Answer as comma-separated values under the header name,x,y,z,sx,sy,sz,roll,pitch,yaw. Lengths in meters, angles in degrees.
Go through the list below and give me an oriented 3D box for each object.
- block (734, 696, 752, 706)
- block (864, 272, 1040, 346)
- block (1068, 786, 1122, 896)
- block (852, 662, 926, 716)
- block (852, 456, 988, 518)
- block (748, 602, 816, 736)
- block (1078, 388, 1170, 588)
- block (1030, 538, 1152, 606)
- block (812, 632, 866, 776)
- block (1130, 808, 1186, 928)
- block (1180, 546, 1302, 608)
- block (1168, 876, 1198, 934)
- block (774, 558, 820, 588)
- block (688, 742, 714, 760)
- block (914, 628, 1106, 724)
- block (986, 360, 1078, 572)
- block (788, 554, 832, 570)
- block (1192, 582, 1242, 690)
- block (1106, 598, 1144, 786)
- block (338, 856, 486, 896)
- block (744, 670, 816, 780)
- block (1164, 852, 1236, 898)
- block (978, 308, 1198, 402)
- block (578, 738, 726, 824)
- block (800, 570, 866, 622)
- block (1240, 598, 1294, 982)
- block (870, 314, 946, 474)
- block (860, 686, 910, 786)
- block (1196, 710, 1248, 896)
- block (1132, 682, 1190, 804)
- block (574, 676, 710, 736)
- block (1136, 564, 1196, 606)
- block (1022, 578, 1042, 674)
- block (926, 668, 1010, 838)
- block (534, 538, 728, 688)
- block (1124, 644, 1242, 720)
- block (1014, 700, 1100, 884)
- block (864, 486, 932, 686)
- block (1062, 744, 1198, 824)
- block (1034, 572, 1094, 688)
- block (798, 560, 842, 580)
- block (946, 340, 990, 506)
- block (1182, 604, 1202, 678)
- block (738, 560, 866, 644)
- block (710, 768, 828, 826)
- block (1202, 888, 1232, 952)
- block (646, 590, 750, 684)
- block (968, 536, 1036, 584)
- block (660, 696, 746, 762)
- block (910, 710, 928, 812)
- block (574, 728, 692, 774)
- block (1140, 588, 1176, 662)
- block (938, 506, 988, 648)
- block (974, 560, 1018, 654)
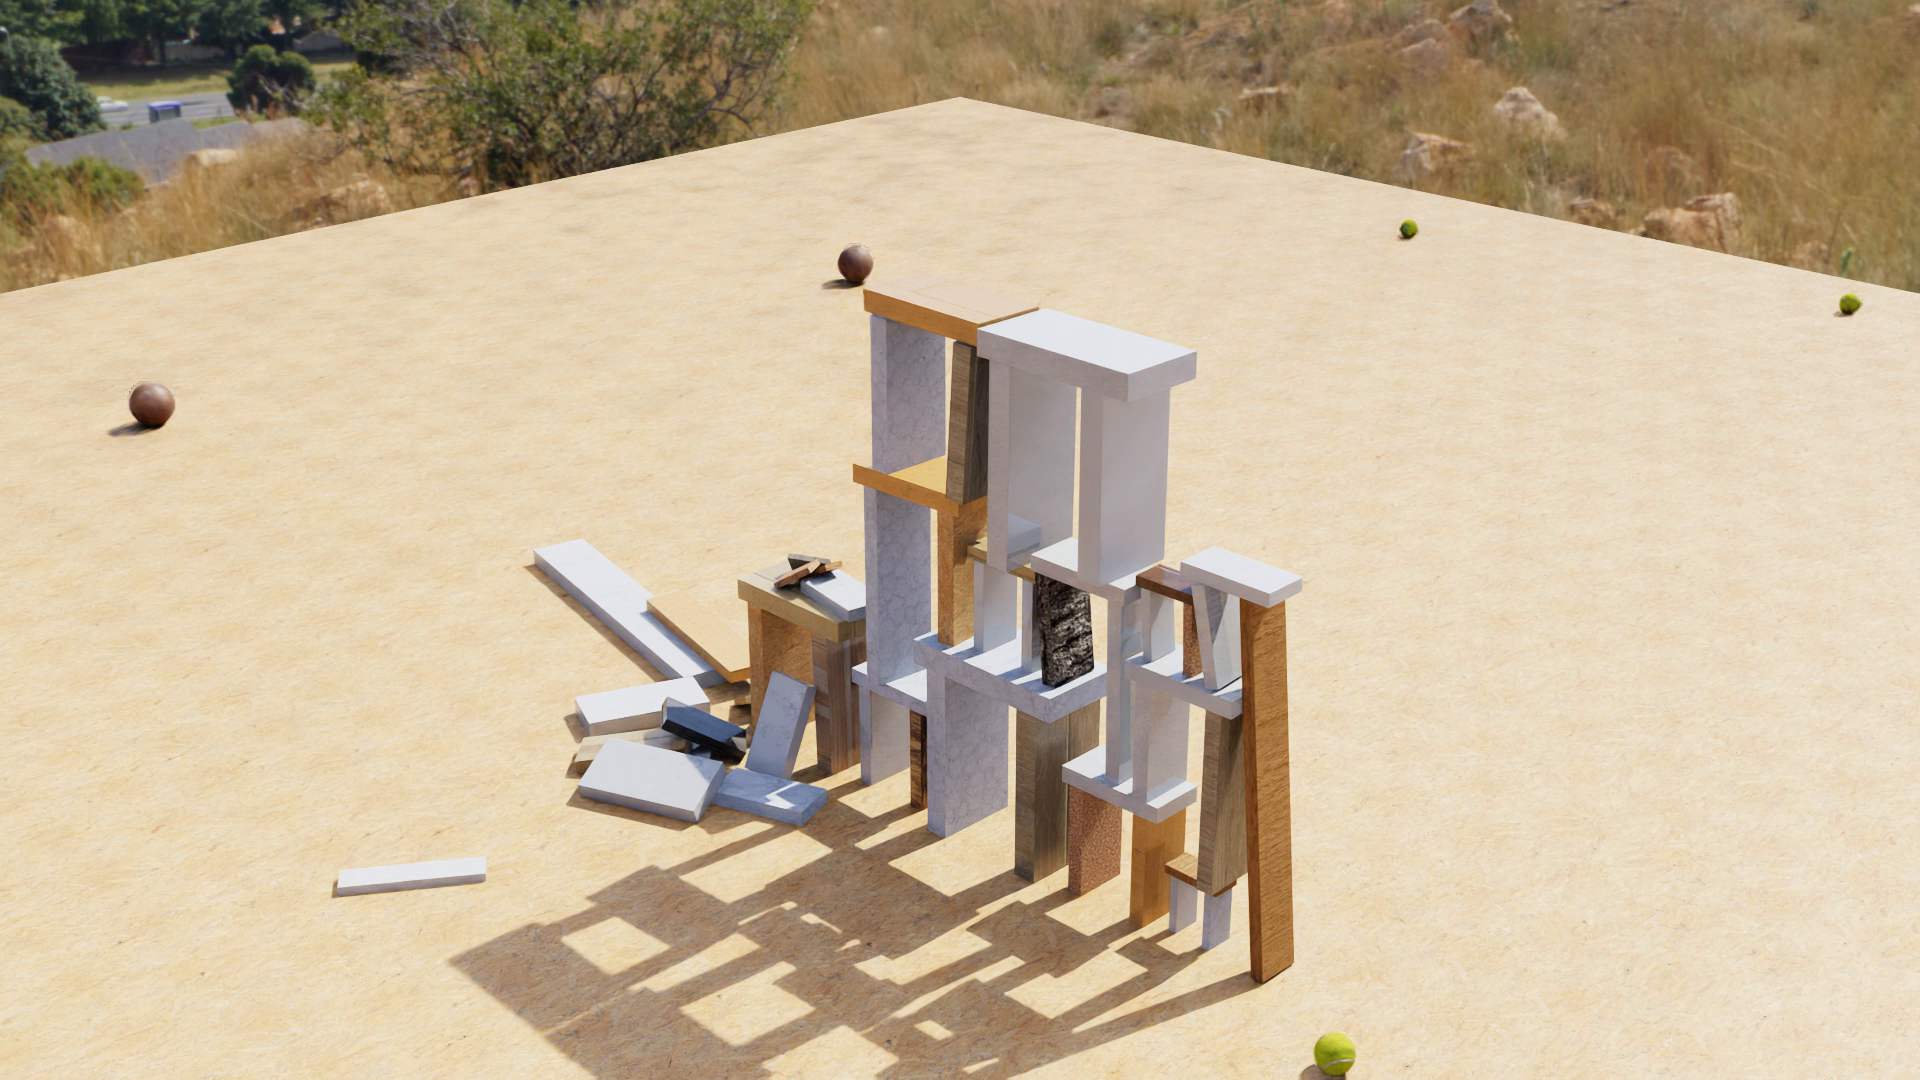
name,x,y,z,sx,sy,sz,roll,pitch,yaw
block,-0.462,0.352,4.857,0.049,0.014,0.098,-10,-3,-22
block,-0.018,-0.428,4.072,0.154,0.044,0.309,-20,30,-40
block,0.257,0.550,4.170,0.033,0.230,0.115,21,31,40
block,-0.104,0.291,4.465,0.111,0.031,0.222,-21,31,-40
block,-0.060,-0.115,4.230,0.275,0.039,0.137,19,30,38
block,-0.377,0.261,4.738,0.159,0.318,0.045,-21,31,-41
block,0.288,-0.112,3.868,0.179,0.357,0.051,-21,31,-41
block,0.247,0.056,3.969,0.221,0.031,0.111,21,31,39
block,-0.230,0.318,4.603,0.159,0.318,0.045,-21,30,-40
block,0.366,0.592,4.071,0.033,0.230,0.115,21,31,41
block,0.477,0.062,3.737,0.188,0.027,0.094,21,31,39
block,0.413,0.660,4.052,0.060,0.120,0.017,-21,31,-40
block,-0.340,0.071,4.586,0.094,0.013,0.047,-25,10,29
block,-0.571,0.455,4.654,0.094,0.027,0.187,1,23,2
block,0.100,0.240,4.210,0.359,0.051,0.180,21,31,41
block,0.132,-0.154,4.021,0.179,0.397,0.051,-21,31,-41
block,-0.315,0.053,4.645,0.095,0.047,0.013,9,55,20
block,0.449,0.153,3.796,0.027,0.188,0.094,5,20,41
block,0.313,0.259,4.007,0.031,0.369,0.111,18,29,38
block,-1.050,0.644,4.219,0.275,0.018,0.064,-4,23,-10
block,-0.373,0.390,4.576,0.107,0.213,0.030,20,6,39
block,0.438,0.608,3.999,0.060,0.017,0.120,-21,31,-40
block,0.219,-0.327,3.853,0.179,0.051,0.357,-21,31,-40
block,-0.629,0.490,4.498,0.270,0.038,0.135,10,46,21
block,-0.239,0.114,4.527,0.094,0.027,0.187,-15,27,-32
block,0.537,0.425,3.838,0.027,0.719,0.094,12,22,43
block,-0.098,-0.293,4.205,0.154,0.309,0.044,-21,31,-40
block,-0.156,0.388,4.562,0.111,0.222,0.031,-21,31,-41
block,0.476,0.447,3.896,0.033,0.361,0.118,21,30,39
block,0.364,0.346,3.972,0.033,0.236,0.118,20,30,39
block,-0.699,0.368,4.844,0.270,0.038,0.135,-9,25,-21
block,0.381,0.079,3.839,0.136,0.019,0.068,20,30,39
block,0.157,0.149,4.122,0.026,0.186,0.093,21,30,40
block,0.017,0.396,4.369,0.051,0.359,0.180,21,31,41
block,-0.797,0.170,5.311,0.135,0.038,0.866,-14,27,-30
block,0.419,0.244,3.869,0.236,0.033,0.118,20,30,39
block,0.186,0.462,4.213,0.180,0.359,0.051,-21,31,-41
block,-0.123,0.073,4.387,0.137,0.431,0.039,-18,29,-37
block,0.312,0.450,4.070,0.229,0.033,0.115,21,31,40
block,0.195,0.150,4.070,0.031,0.221,0.111,14,26,43
block,-0.292,0.065,4.596,0.047,0.013,0.095,-14,-4,-44
block,0.049,-0.232,4.063,0.044,0.309,0.154,24,32,37
block,0.418,0.165,3.837,0.019,0.136,0.068,17,28,41
block,-0.302,0.124,4.597,0.159,0.045,0.318,-21,31,-40
block,-0.391,0.523,4.490,0.213,0.030,0.107,10,25,23
block,0.468,0.682,4.000,0.060,0.120,0.017,-21,31,-40
block,-0.587,0.220,5.106,0.102,0.029,0.455,-14,26,-29
block,0.112,0.033,4.123,0.186,0.026,0.093,21,31,40
block,-0.543,0.401,4.660,0.187,0.027,0.094,25,21,-18
block,-0.050,0.429,4.466,0.031,0.222,0.111,21,31,41
block,-0.687,0.442,4.639,0.233,0.030,0.107,-7,23,4
block,0.351,0.140,3.895,0.019,0.136,0.068,15,27,41
block,0.015,0.054,4.233,0.039,0.274,0.137,17,28,35
block,0.068,0.115,4.203,0.026,0.186,0.093,21,31,40
